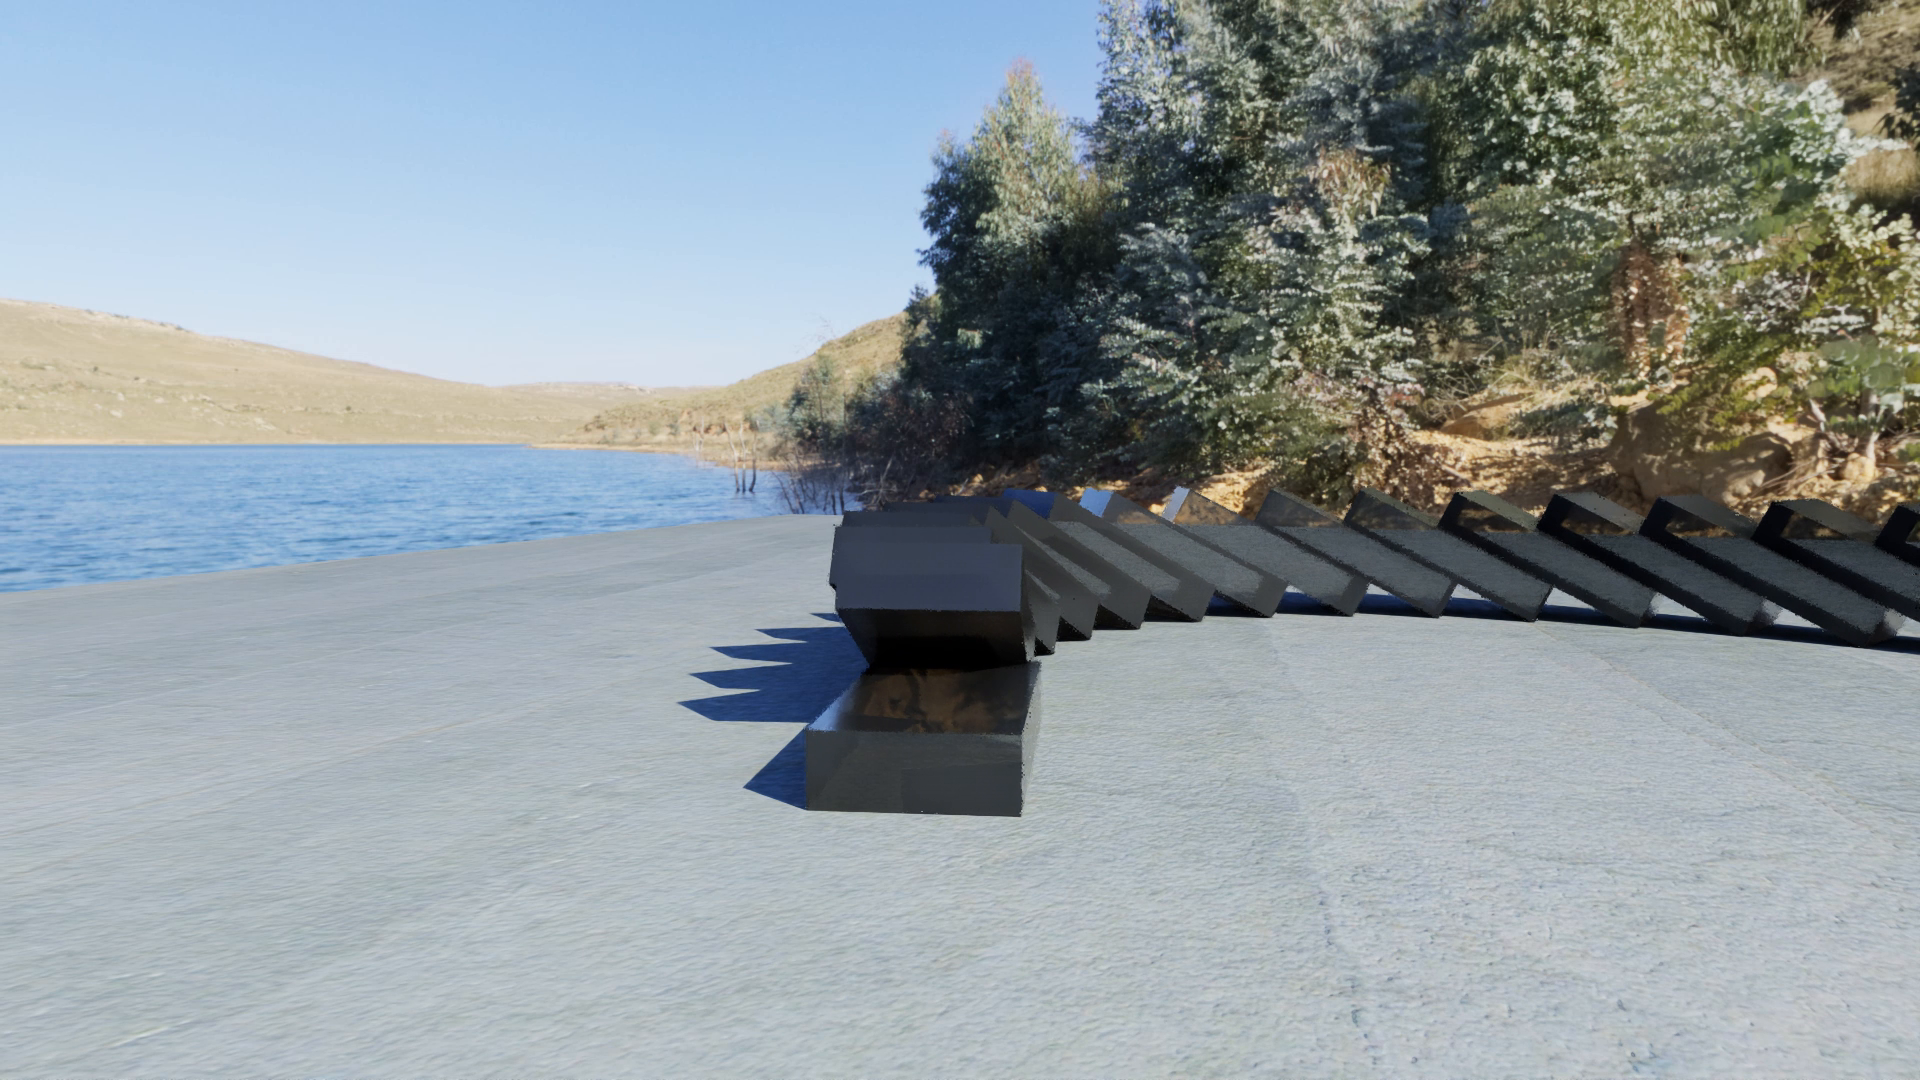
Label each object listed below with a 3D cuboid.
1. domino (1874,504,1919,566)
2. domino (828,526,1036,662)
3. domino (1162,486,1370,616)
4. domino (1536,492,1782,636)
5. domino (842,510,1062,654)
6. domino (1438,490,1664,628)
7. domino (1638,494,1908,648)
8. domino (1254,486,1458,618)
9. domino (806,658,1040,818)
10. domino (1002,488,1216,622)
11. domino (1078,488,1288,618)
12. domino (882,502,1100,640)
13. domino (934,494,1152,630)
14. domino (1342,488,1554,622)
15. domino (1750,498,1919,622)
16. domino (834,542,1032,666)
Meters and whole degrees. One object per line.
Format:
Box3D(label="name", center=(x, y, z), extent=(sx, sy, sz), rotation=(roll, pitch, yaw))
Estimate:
Box3D(label="domino", center=(0.215, 0.008, 0.256), extent=(0.025, 0.009, 0.050), rotation=(-3, 30, -34))
Box3D(label="domino", center=(-0.003, 0.011, 0.221), extent=(0.025, 0.010, 0.050), rotation=(0, -20, 12))
Box3D(label="domino", center=(0.077, 0.002, 0.328), extent=(0.050, 0.009, 0.025), rotation=(27, 5, 0))
Box3D(label="domino", center=(0.167, 0.004, 0.305), extent=(0.025, 0.010, 0.050), rotation=(-3, 31, -44))
Box3D(label="domino", center=(-0.001, 0.009, 0.246), extent=(0.025, 0.009, 0.050), rotation=(2, -21, 25))
Box3D(label="domino", center=(0.146, 0.004, 0.317), extent=(0.050, 0.009, 0.025), rotation=(33, 22, 30))
Box3D(label="domino", center=(0.184, 0.006, 0.290), extent=(0.025, 0.009, 0.050), rotation=(-4, 31, -41))
Box3D(label="domino", center=(0.101, 0.002, 0.330), extent=(0.050, 0.009, 0.025), rotation=(29, 12, 14))
Box3D(label="domino", center=(-0.003, 0.025, 0.172), extent=(0.025, 0.009, 0.050), rotation=(0, 4, 6))
Box3D(label="domino", center=(0.034, 0.004, 0.308), extent=(0.050, 0.010, 0.025), rotation=(29, -9, -26))
Box3D(label="domino", center=(0.054, 0.003, 0.322), extent=(0.050, 0.009, 0.025), rotation=(27, 0, -10))
Box3D(label="domino", center=(0.007, 0.007, 0.268), extent=(0.025, 0.009, 0.050), rotation=(3, -22, 34))
Box3D(label="domino", center=(0.018, 0.005, 0.290), extent=(0.050, 0.009, 0.025), rotation=(32, -17, -38))
Box3D(label="domino", center=(0.124, 0.003, 0.324), extent=(0.050, 0.009, 0.025), rotation=(30, 16, 20))
Box3D(label="domino", center=(0.200, 0.007, 0.273), extent=(0.025, 0.010, 0.050), rotation=(-3, 31, -38))
Box3D(label="domino", center=(-0.002, 0.013, 0.197), extent=(0.025, 0.010, 0.050), rotation=(1, -20, 5))
